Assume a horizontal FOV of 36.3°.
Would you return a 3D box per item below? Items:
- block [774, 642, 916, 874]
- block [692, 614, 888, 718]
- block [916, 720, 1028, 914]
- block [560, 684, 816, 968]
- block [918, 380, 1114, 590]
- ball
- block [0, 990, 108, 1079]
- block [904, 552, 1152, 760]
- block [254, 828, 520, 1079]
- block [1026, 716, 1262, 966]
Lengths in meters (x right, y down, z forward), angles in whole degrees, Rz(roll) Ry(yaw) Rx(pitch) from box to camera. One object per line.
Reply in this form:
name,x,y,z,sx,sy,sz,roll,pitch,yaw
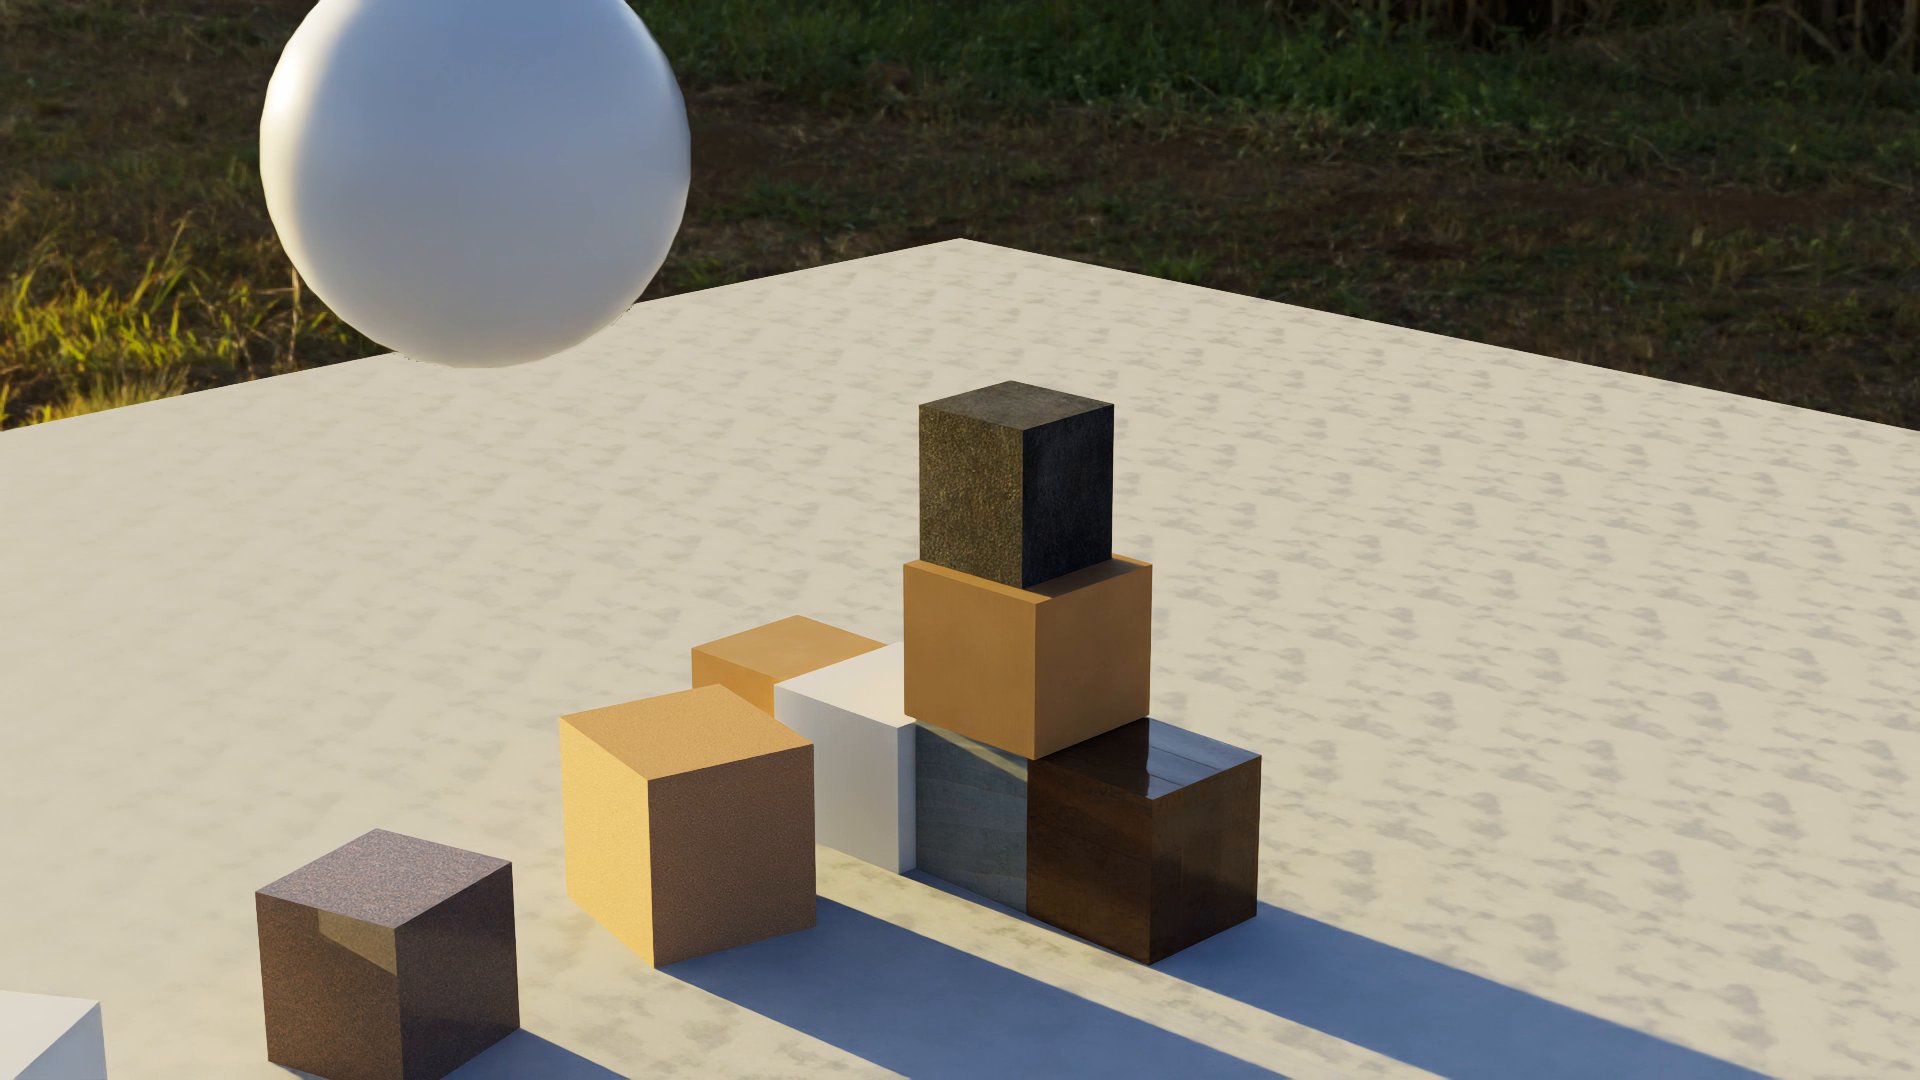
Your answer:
block,-0.288,1.017,13.908,0.817,0.721,0.842,16,23,41
block,-0.813,0.859,14.455,0.717,0.694,0.706,16,24,42
block,0.303,1.145,13.410,0.725,0.774,0.702,-17,24,-42
block,-1.203,1.242,12.950,0.796,0.865,0.882,-11,20,-30
block,0.249,-0.255,12.994,0.614,0.715,0.601,16,23,41
ball,-1.807,-1.443,10.994,1.600,1.600,1.600,0,17,0
block,-3.567,2.075,10.697,0.657,0.627,0.642,4,18,12
block,0.302,0.448,13.142,0.798,0.716,0.770,16,24,41
block,-2.283,1.687,11.749,0.699,0.737,0.728,10,20,28
block,0.808,1.304,12.918,0.720,0.766,0.724,-17,24,-42
